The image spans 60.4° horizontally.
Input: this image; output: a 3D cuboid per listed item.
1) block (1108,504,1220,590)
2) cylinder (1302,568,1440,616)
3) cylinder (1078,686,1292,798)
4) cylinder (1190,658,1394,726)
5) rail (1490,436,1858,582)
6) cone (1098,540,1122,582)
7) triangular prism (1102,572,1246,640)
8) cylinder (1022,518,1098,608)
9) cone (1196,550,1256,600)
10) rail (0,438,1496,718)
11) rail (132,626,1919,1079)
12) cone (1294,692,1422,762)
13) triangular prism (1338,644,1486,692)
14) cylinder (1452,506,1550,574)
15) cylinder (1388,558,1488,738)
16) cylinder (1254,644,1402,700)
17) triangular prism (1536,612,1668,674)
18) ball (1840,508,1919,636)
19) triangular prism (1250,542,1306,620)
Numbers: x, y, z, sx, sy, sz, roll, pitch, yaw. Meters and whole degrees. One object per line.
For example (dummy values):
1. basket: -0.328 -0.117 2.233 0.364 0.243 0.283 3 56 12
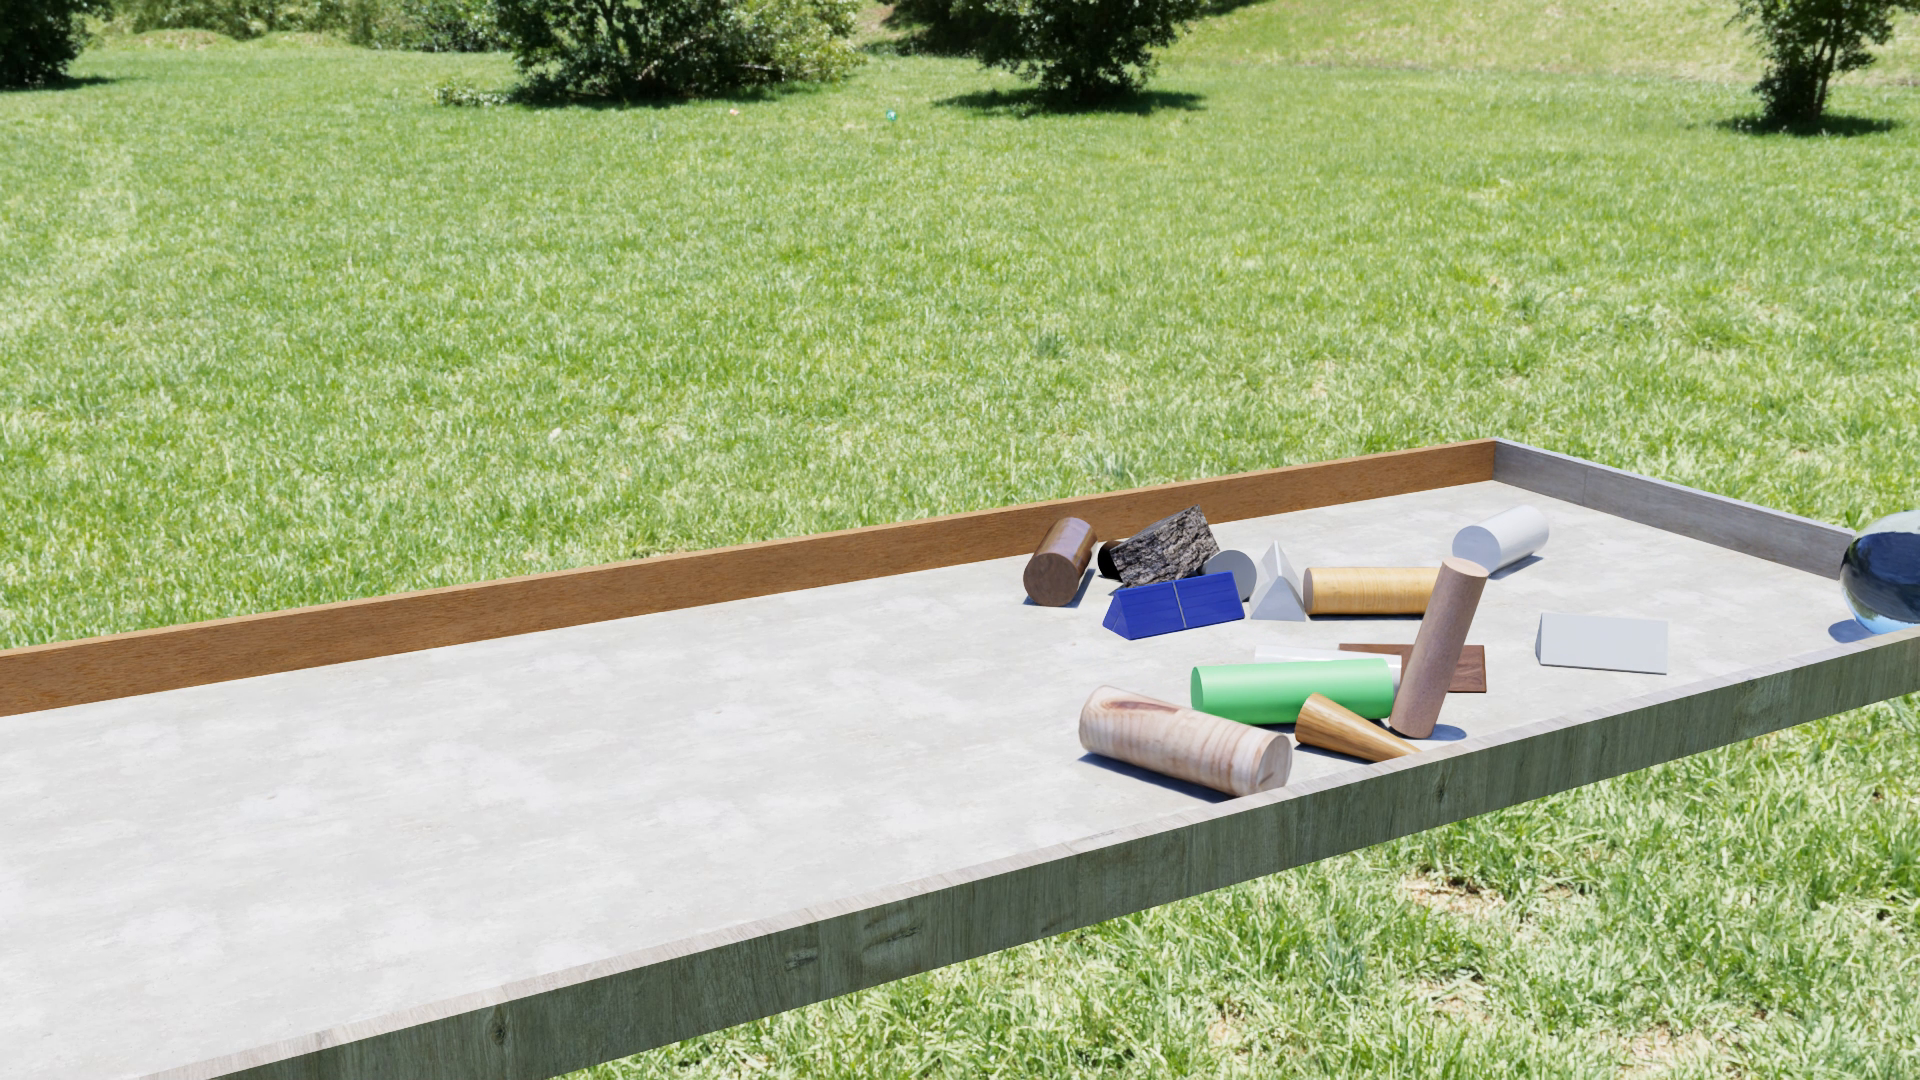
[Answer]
1. block: 0.607 0.032 4.865 0.157 0.157 0.350 -25 1 33
2. cylinder: 1.168 0.143 4.631 0.383 0.134 0.134 0 16 -1
3. cylinder: 0.484 0.442 3.576 0.445 0.155 0.155 13 21 38
4. cylinder: 0.775 0.358 3.867 0.445 0.143 0.143 -2 16 -4
5. rail: 2.466 -0.048 5.253 0.050 0.150 2.100 -9 18 -27
6. cone: 0.600 0.047 5.088 0.123 0.123 0.427 14 13 39
7. triangular prism: 0.594 0.169 4.559 0.386 0.118 0.137 -9 18 -27
8. cylinder: 0.299 0.061 4.860 0.161 0.161 0.384 4 17 12
9. cone: 0.749 0.097 4.891 0.155 0.155 0.331 -3 3 -10
10. rail: -3.305 0.497 3.399 12.000 0.150 0.050 -9 18 -27
11. rail: -2.336 1.006 1.665 12.000 0.150 0.050 -9 18 -27
12. cone: 0.973 0.474 3.636 0.460 0.122 0.122 21 25 33
13. triangular prism: 1.122 0.308 4.115 0.358 0.103 0.118 1 17 2
14. cylinder: 1.665 0.000 5.074 0.158 0.158 0.325 15 22 41
15. cylinder: 1.089 0.247 3.760 0.103 0.413 0.103 11 21 -4
16. cylinder: 0.897 0.327 4.036 0.345 0.117 0.117 4 17 14
17. triangular prism: 1.660 0.254 4.265 0.306 0.121 0.140 4 17 12
18. ball: 2.537 0.100 4.366 0.366 0.366 0.366 0 16 0
19. triangular prism: 0.910 0.111 4.735 0.149 0.129 0.346 2 16 8
